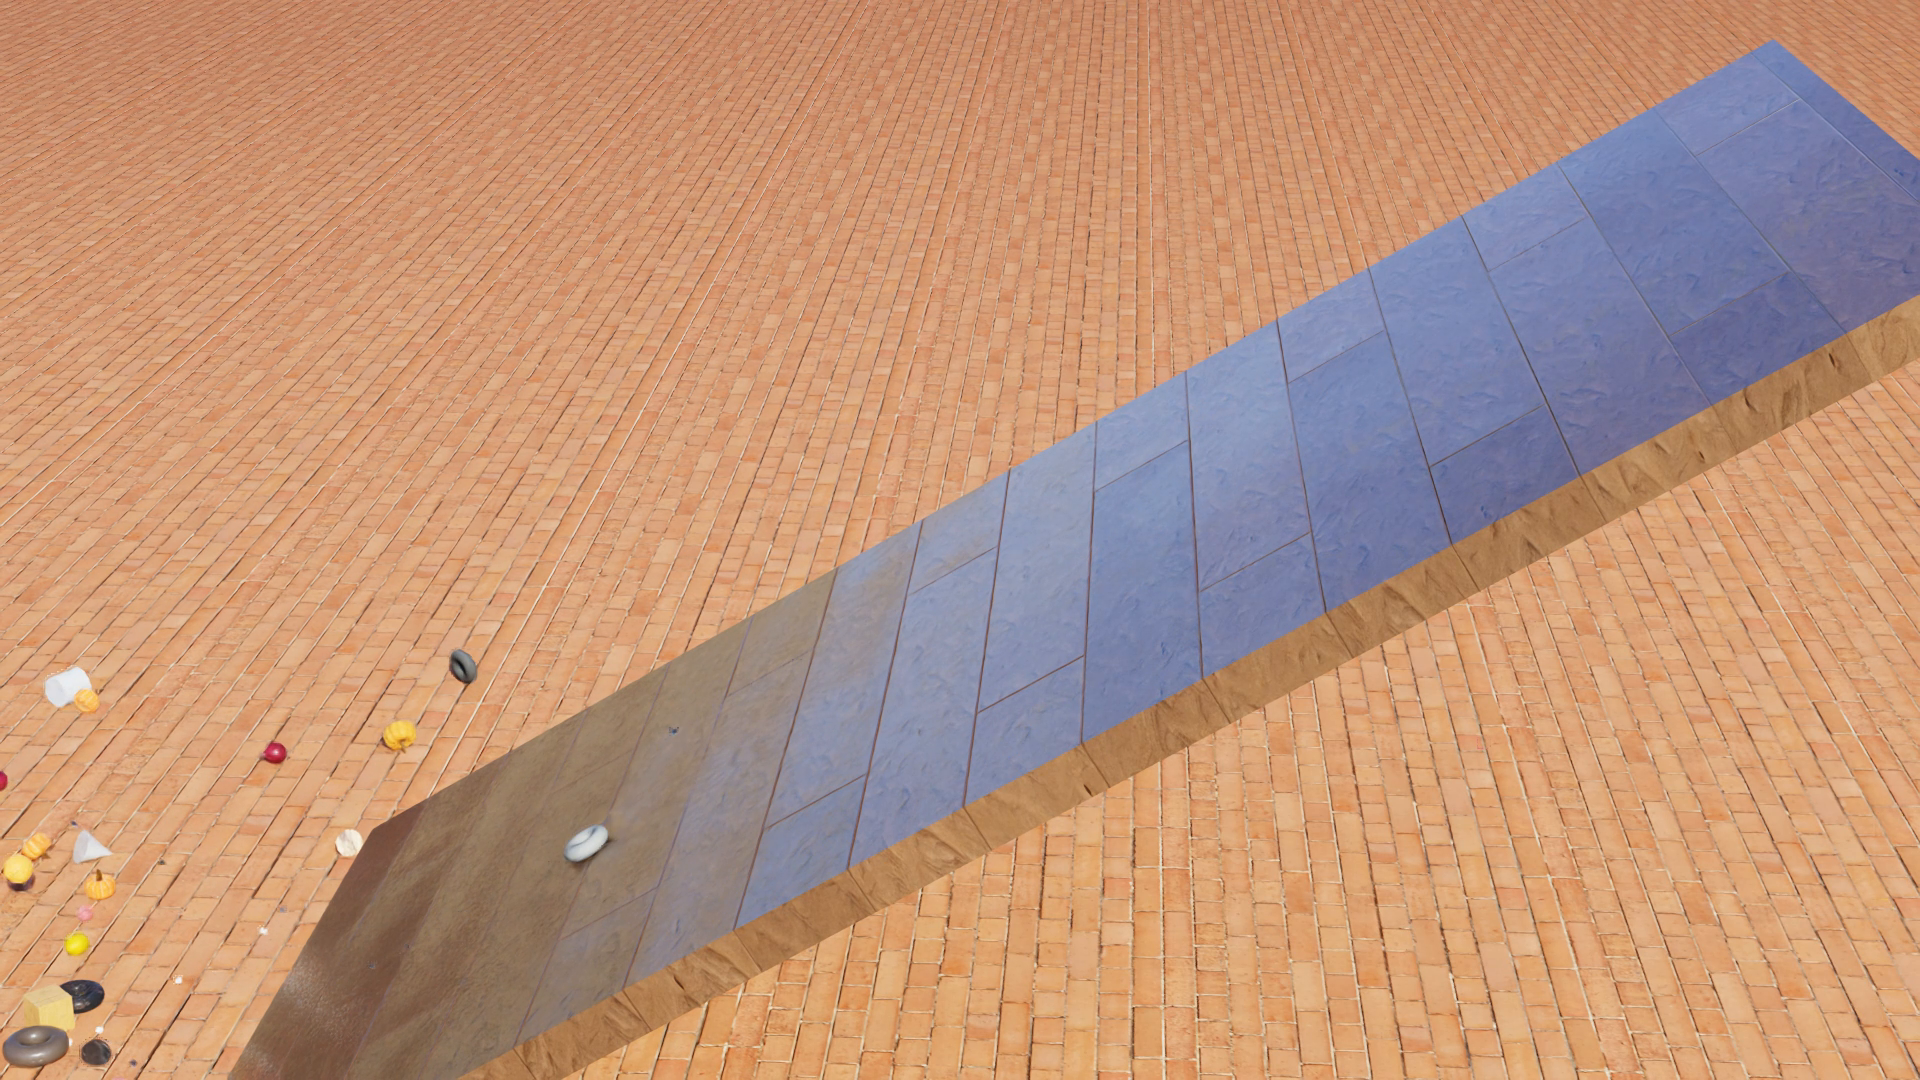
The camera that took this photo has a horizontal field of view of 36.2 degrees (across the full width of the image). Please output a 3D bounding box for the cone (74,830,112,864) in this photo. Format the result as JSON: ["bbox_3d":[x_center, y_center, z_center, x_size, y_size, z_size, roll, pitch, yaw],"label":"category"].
[{"bbox_3d":[-2.255,0.811,7.685,0.090,0.090,0.090,20,5,-36],"label":"cone"}]

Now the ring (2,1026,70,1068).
[{"bbox_3d":[-2.104,1.152,6.696,0.148,0.049,0.148,-1,19,0],"label":"ring"}]

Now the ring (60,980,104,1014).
[{"bbox_3d":[-2.078,1.076,6.929,0.123,0.041,0.123,0,20,0],"label":"ring"}]

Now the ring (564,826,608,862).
[{"bbox_3d":[-0.814,0.661,6.403,0.109,0.036,0.109,-29,16,9],"label":"ring"}]

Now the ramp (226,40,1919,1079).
[{"bbox_3d":[0.141,0.169,6.288,4.000,0.100,2.000,-29,15,13],"label":"ramp"}]

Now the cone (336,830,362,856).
[{"bbox_3d":[-1.612,0.799,7.734,0.070,0.070,0.070,-9,-5,-23],"label":"cone"}]

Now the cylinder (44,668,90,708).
[{"bbox_3d":[-2.632,0.435,8.676,0.093,0.093,0.093,12,24,32],"label":"cylinder"}]

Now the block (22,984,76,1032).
[{"bbox_3d":[-2.112,1.093,6.815,0.082,0.082,0.082,-17,25,-40],"label":"block"}]

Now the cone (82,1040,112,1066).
[{"bbox_3d":[-1.954,1.146,6.665,0.066,0.066,0.066,-3,18,-8],"label":"cone"}]
